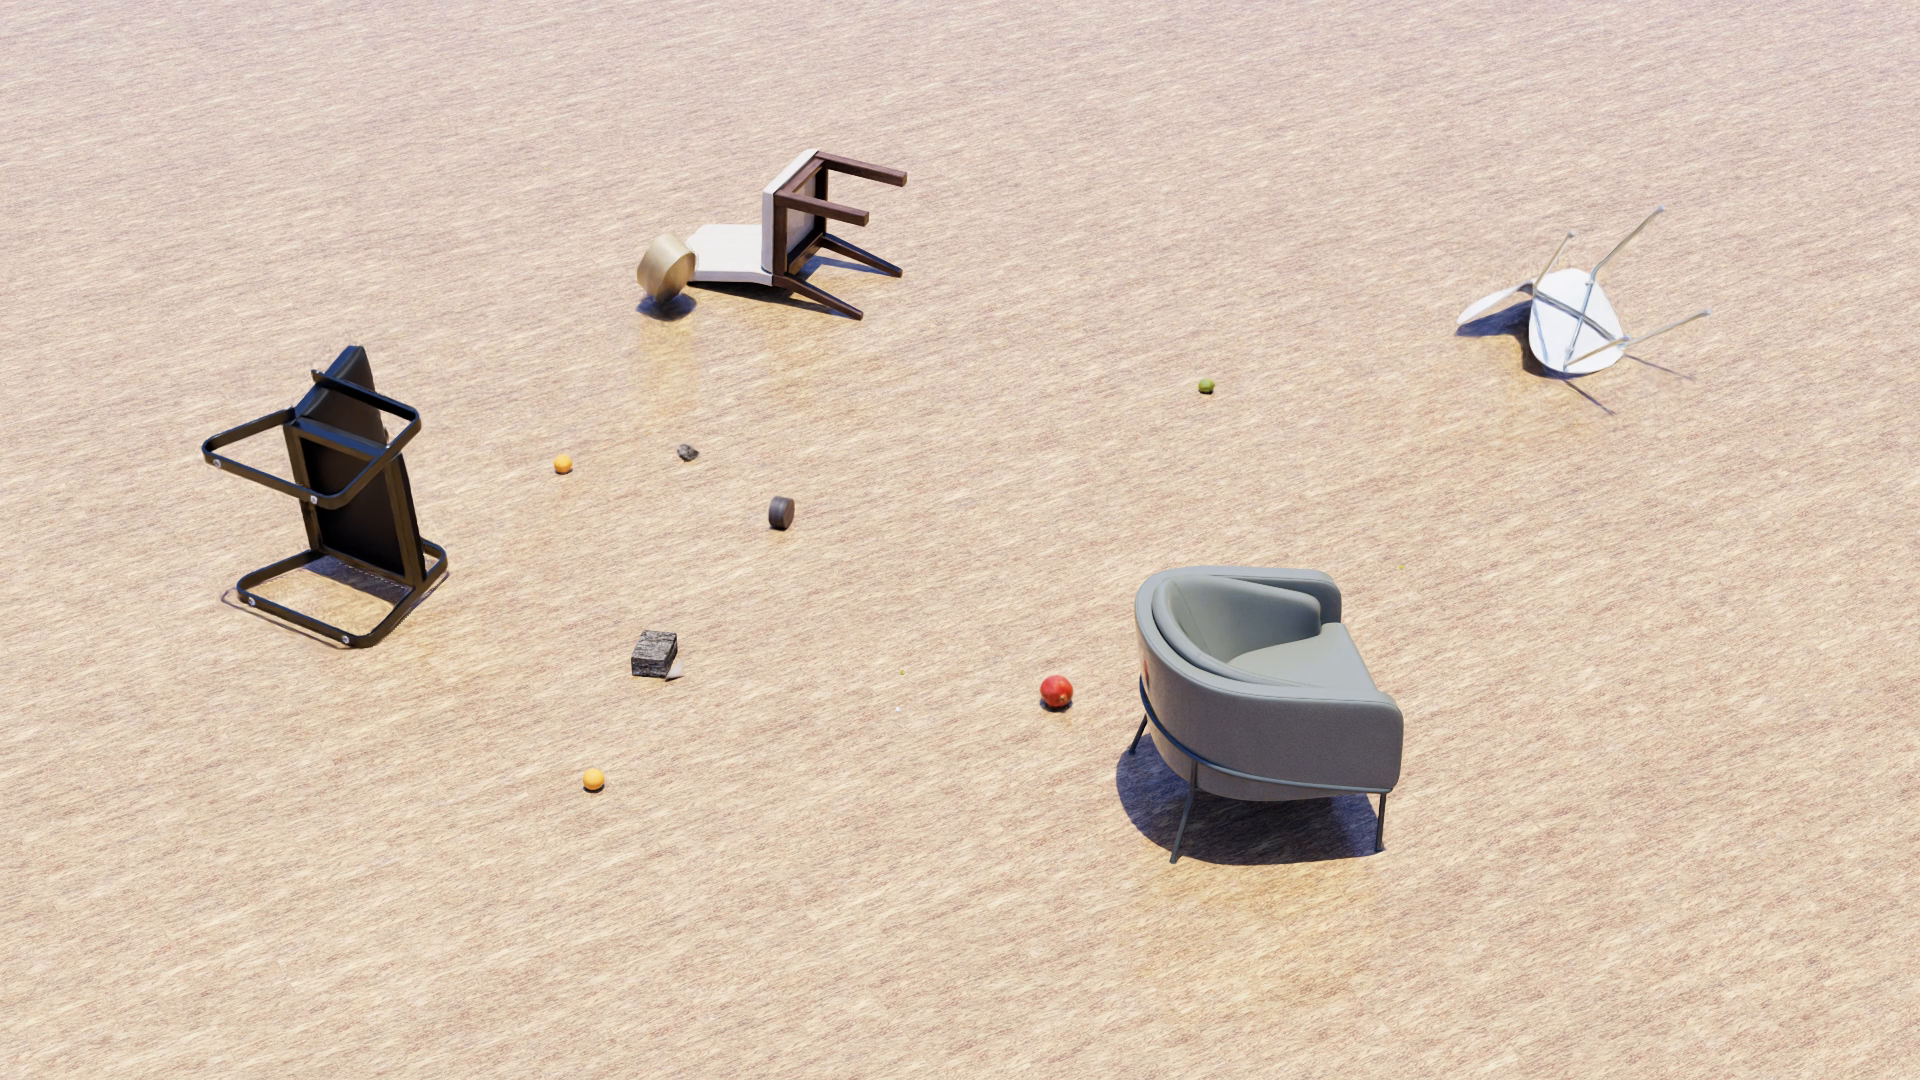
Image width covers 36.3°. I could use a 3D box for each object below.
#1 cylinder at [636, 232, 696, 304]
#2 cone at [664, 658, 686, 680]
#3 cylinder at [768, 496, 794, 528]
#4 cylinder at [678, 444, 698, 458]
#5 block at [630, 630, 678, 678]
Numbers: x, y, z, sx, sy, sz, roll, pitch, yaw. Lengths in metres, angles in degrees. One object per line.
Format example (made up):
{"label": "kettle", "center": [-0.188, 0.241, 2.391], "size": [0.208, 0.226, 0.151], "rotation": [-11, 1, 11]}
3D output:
{"label": "cylinder", "center": [-1.237, -1.144, 12.348], "size": [0.127, 0.357, 0.228], "rotation": [44, 65, 10]}
{"label": "cone", "center": [-0.979, 0.461, 10.225], "size": [0.053, 0.048, 0.122], "rotation": [32, 42, 2]}
{"label": "cylinder", "center": [-0.670, -0.107, 11.004], "size": [0.063, 0.113, 0.111], "rotation": [11, 56, 16]}
{"label": "cylinder", "center": [-1.061, -0.344, 11.433], "size": [0.071, 0.037, 0.059], "rotation": [-5, 41, 50]}
{"label": "block", "center": [-1.070, 0.400, 10.264], "size": [0.122, 0.081, 0.168], "rotation": [5, 34, 8]}
